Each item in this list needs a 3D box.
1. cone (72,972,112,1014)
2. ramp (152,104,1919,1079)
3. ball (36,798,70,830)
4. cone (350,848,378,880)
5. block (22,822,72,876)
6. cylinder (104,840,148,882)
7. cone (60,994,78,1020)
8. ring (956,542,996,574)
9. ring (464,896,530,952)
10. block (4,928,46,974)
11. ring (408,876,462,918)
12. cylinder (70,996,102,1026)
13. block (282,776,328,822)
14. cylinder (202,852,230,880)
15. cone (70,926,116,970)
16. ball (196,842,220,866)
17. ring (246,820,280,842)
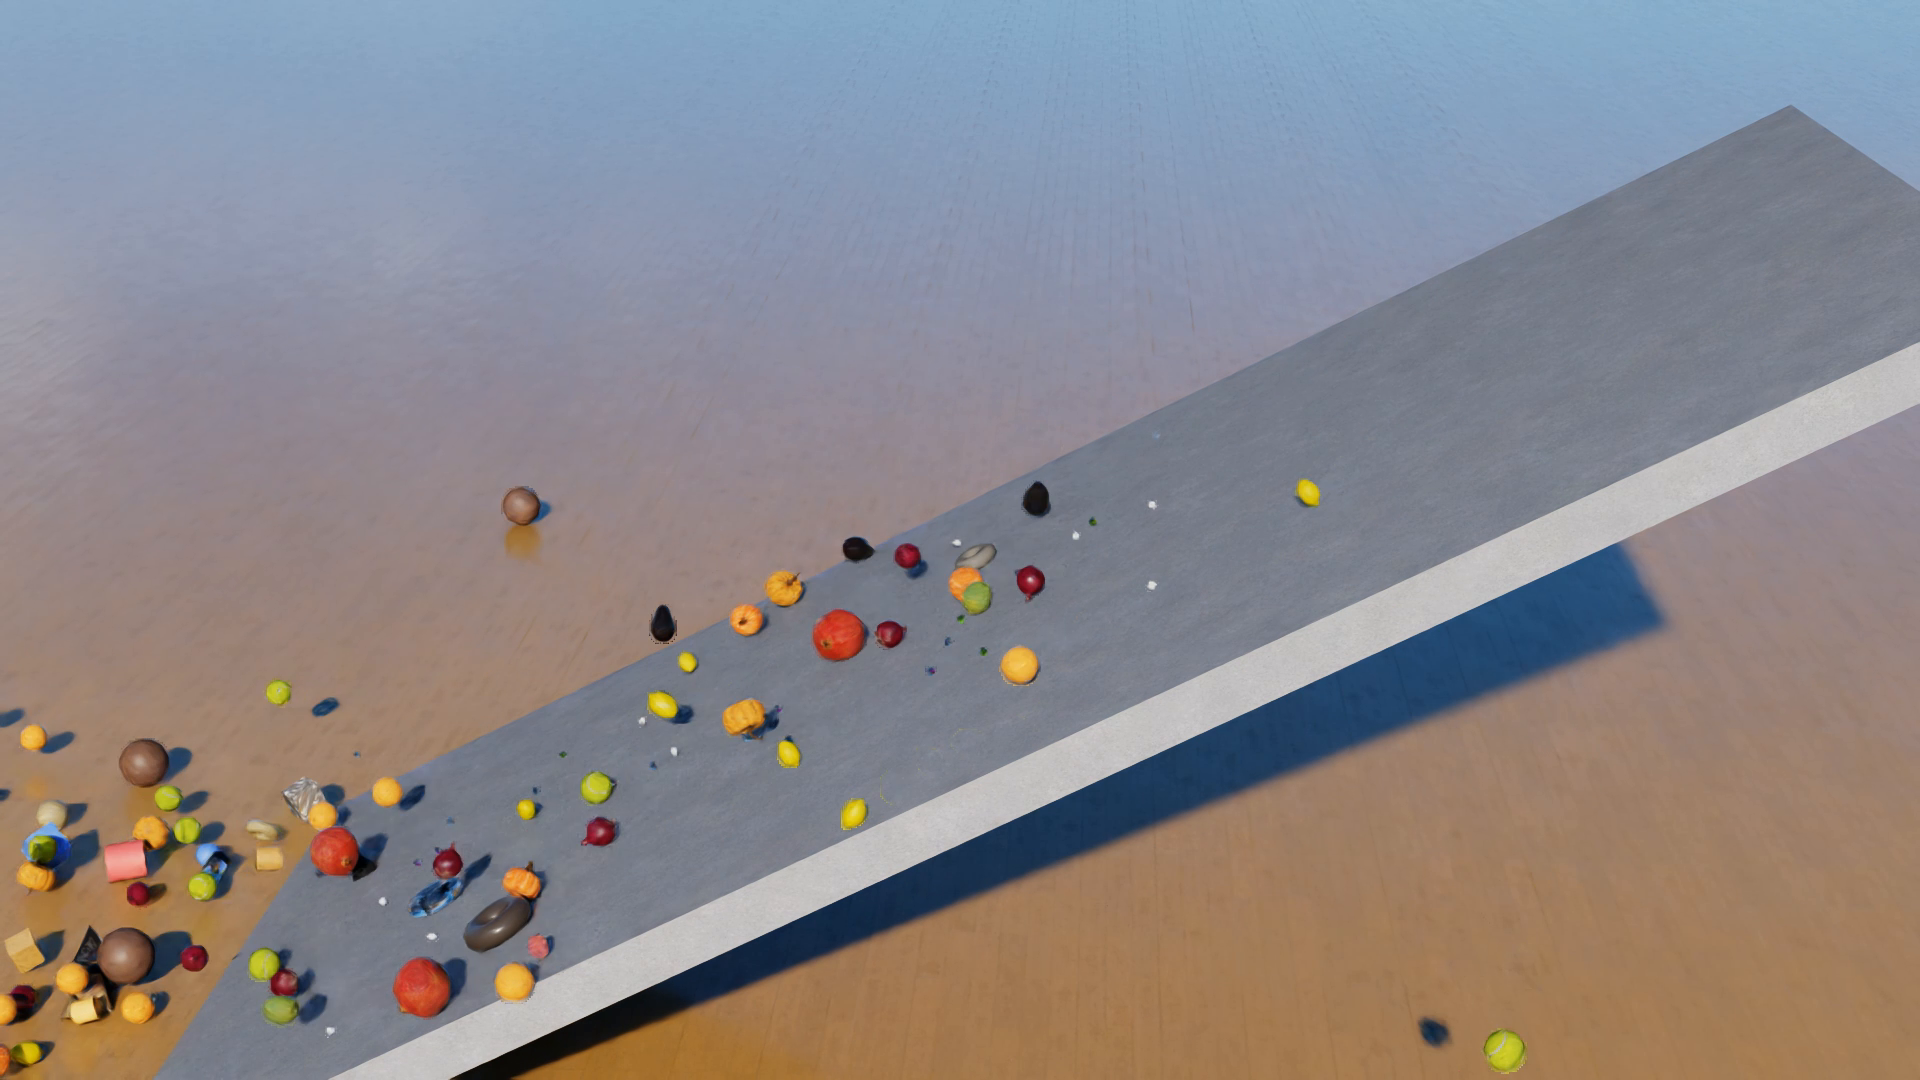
[{"bbox_3d":[-1.943,1.042,6.644,0.090,0.090,0.090,37,32,20],"label":"cone"},{"bbox_3d":[0.140,0.168,6.281,4.000,0.100,2.000,-26,14,10],"label":"ramp"},{"bbox_3d":[-2.359,0.714,7.646,0.084,0.084,0.084,0,17,0],"label":"ball"},{"bbox_3d":[-1.396,0.743,6.818,0.067,0.067,0.067,-26,14,7],"label":"cone"},{"bbox_3d":[-2.287,0.772,7.365,0.082,0.082,0.082,-38,-7,-33],"label":"block"},{"bbox_3d":[-2.080,0.800,7.337,0.093,0.093,0.093,-9,19,-14],"label":"cylinder"},{"bbox_3d":[-1.981,1.058,6.612,0.060,0.060,0.060,23,10,-19],"label":"cone"},{"bbox_3d":[0.035,0.041,6.661,0.101,0.034,0.101,-27,15,8],"label":"ring"},{"bbox_3d":[-0.923,0.764,5.862,0.148,0.049,0.148,-29,16,9],"label":"ring"},{"bbox_3d":[-2.174,0.956,6.837,0.062,0.062,0.062,-29,38,-13],"label":"block"},{"bbox_3d":[-1.120,0.761,6.271,0.126,0.042,0.126,-29,10,6],"label":"ring"},{"bbox_3d":[-1.952,1.051,6.569,0.052,0.052,0.052,-17,18,-2],"label":"cylinder"},{"bbox_3d":[-1.713,0.678,7.693,0.076,0.076,0.076,-34,28,-26],"label":"block"},{"bbox_3d":[-1.855,0.813,7.331,0.052,0.052,0.052,5,40,16],"label":"cylinder"},{"bbox_3d":[-2.038,0.970,6.862,0.098,0.098,0.098,-41,32,-15],"label":"cone"},{"bbox_3d":[-1.896,0.794,7.421,0.062,0.062,0.062,0,17,0],"label":"ball"},{"bbox_3d":[-1.792,0.747,7.557,0.090,0.090,0.030,5,62,16],"label":"ring"}]
